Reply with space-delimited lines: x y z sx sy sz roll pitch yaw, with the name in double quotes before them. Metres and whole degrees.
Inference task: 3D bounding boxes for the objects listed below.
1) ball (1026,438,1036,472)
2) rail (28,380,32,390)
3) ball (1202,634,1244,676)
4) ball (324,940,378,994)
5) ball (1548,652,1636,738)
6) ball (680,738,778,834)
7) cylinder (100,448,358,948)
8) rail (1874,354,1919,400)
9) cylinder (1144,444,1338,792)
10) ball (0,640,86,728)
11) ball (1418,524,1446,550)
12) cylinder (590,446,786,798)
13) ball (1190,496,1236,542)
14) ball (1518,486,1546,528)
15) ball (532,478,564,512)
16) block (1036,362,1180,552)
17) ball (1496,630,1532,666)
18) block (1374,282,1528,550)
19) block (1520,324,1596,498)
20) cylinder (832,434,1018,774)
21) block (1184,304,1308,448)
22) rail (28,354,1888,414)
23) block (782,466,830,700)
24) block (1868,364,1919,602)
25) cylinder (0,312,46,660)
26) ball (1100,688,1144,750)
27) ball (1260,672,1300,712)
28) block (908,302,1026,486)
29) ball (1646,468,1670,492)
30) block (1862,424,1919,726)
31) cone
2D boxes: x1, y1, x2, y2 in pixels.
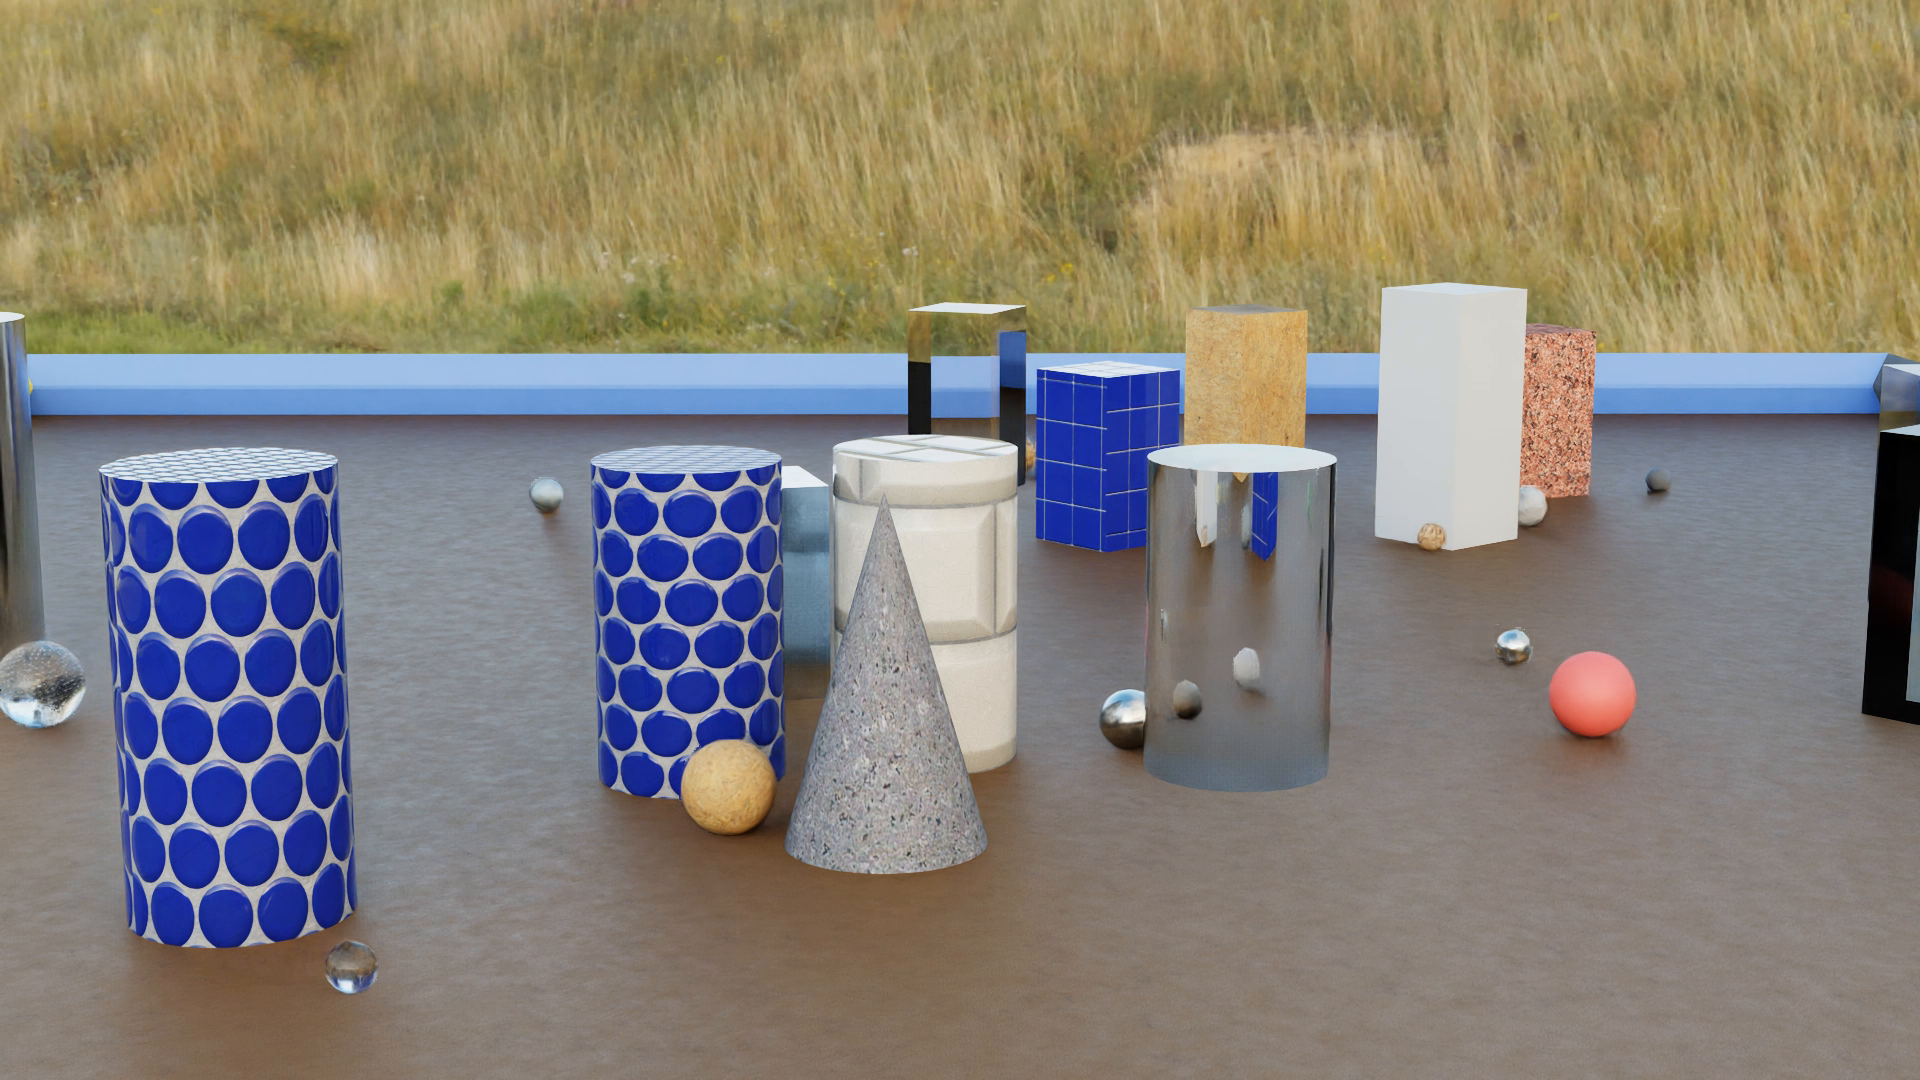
"ball" 0.100 -0.152 4.593 0.072 0.072 0.072 0 11 0
"rail" -1.939 0.034 3.438 0.045 0.126 3.949 0 11 0
"ball" 0.317 0.139 3.087 0.050 0.050 0.050 0 11 0
"ball" -0.483 0.339 2.037 0.041 0.041 0.041 0 11 0
"ball" 0.692 0.169 2.809 0.093 0.093 0.093 0 11 0
"ball" -0.221 0.236 2.453 0.092 0.092 0.092 0 11 0
"cylinder" -0.624 0.129 2.200 0.194 0.393 0.194 0 11 0
"rail" 1.939 0.030 3.460 0.045 0.126 3.949 0 11 0
"cylinder" 0.289 0.077 2.663 0.194 0.328 0.194 0 11 0
"ball" -1.022 0.160 2.848 0.097 0.097 0.097 0 11 0
"ball" 0.714 -0.004 3.882 0.042 0.042 0.042 0 11 0
"cylinder" -0.278 0.080 2.639 0.194 0.330 0.194 0 11 0
"ball" 0.390 -0.032 3.955 0.069 0.069 0.069 0 11 0
"ball" 0.900 -0.053 4.081 0.065 0.065 0.065 0 11 0
"ball" -0.679 -0.074 4.223 0.054 0.054 0.054 0 11 0
"block" 0.227 -0.131 3.954 0.155 0.265 0.155 -9 14 -40
"ball" 0.679 0.132 3.145 0.044 0.044 0.044 0 11 0
"block" 0.757 -0.194 3.960 0.155 0.387 0.155 -9 14 -39
"block" 0.975 -0.223 4.404 0.155 0.280 0.155 -4 11 -22
"cylinder" -0.036 0.066 2.717 0.194 0.330 0.194 0 11 0
"block" 0.518 -0.275 4.662 0.155 0.289 0.155 -7 13 -34
"rail" -0.011 -0.324 5.367 3.926 0.126 0.045 0 11 0
"block" -0.247 0.051 3.015 0.155 0.250 0.155 -3 11 -16
"block" 1.328 -0.063 3.425 0.155 0.325 0.155 0 11 -2
"cylinder" -1.188 -0.043 3.015 0.194 0.434 0.194 0 11 0
"ball" 0.182 0.193 2.758 0.065 0.065 0.065 0 11 0
"ball" 0.364 0.173 2.921 0.044 0.044 0.044 0 11 0
"block" 0.013 -0.245 4.438 0.155 0.313 0.155 5 11 24
"ball" 1.201 -0.103 4.414 0.042 0.042 0.042 0 11 0
"block" 1.133 0.040 2.875 0.155 0.323 0.155 -9 14 -40
"cone" -0.070 0.120 2.401 0.194 0.338 0.194 0 11 0
